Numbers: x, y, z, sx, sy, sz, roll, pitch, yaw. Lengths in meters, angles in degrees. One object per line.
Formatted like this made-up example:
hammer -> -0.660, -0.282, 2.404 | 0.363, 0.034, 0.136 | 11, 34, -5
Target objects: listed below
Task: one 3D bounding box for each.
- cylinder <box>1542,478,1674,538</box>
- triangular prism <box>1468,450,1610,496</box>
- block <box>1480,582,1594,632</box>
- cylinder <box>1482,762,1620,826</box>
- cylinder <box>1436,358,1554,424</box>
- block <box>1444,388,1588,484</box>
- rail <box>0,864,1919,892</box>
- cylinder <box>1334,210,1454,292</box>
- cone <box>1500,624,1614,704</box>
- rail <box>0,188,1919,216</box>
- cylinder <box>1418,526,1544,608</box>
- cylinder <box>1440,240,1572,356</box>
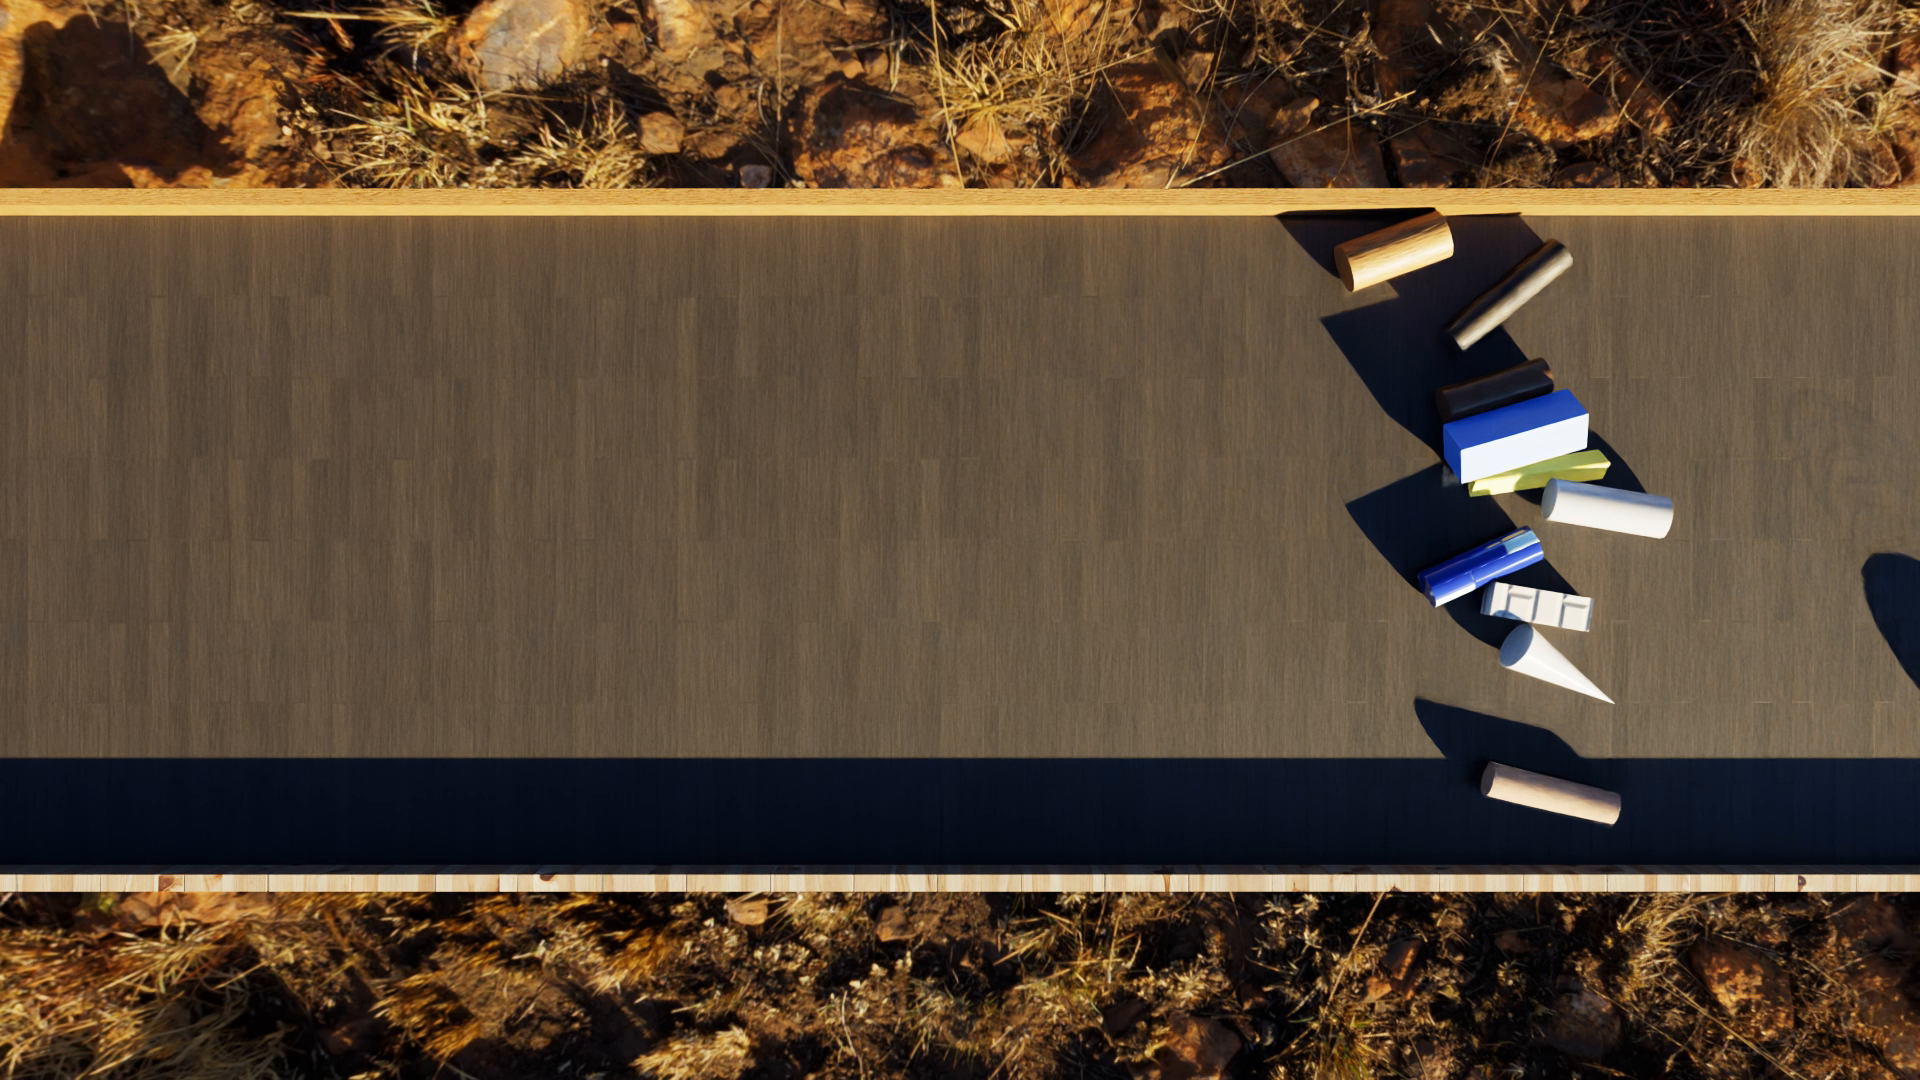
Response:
cylinder -> 1.965, -0.096, 5.012 | 0.352, 0.128, 0.128 | 9, 90, 0
triangular prism -> 1.766, -0.205, 5.036 | 0.411, 0.078, 0.090 | -8, 90, 0
block -> 1.757, 0.202, 5.026 | 0.300, 0.101, 0.101 | 10, 90, 0
cylinder -> 1.799, 0.773, 5.024 | 0.391, 0.105, 0.105 | 14, 90, 0
cylinder -> 1.624, -0.453, 5.018 | 0.324, 0.117, 0.117 | -17, 90, 0
block -> 1.676, -0.314, 4.983 | 0.392, 0.133, 0.133 | -16, 131, 0
rail -> -2.247, 1.025, 5.001 | 12.000, 0.150, 0.050 | 0, 90, 0
cylinder -> 1.314, -0.876, 5.002 | 0.316, 0.150, 0.150 | -20, 90, 0
cone -> 1.851, 0.412, 5.039 | 0.384, 0.150, 0.150 | 29, 90, -11
rail -> -2.247, -1.025, 5.002 | 12.000, 0.150, 0.050 | 0, 90, 0
cylinder -> 1.582, 0.080, 5.019 | 0.353, 0.115, 0.115 | -24, 90, 0
cylinder -> 1.663, -0.739, 5.026 | 0.433, 0.102, 0.102 | -39, 90, 0
